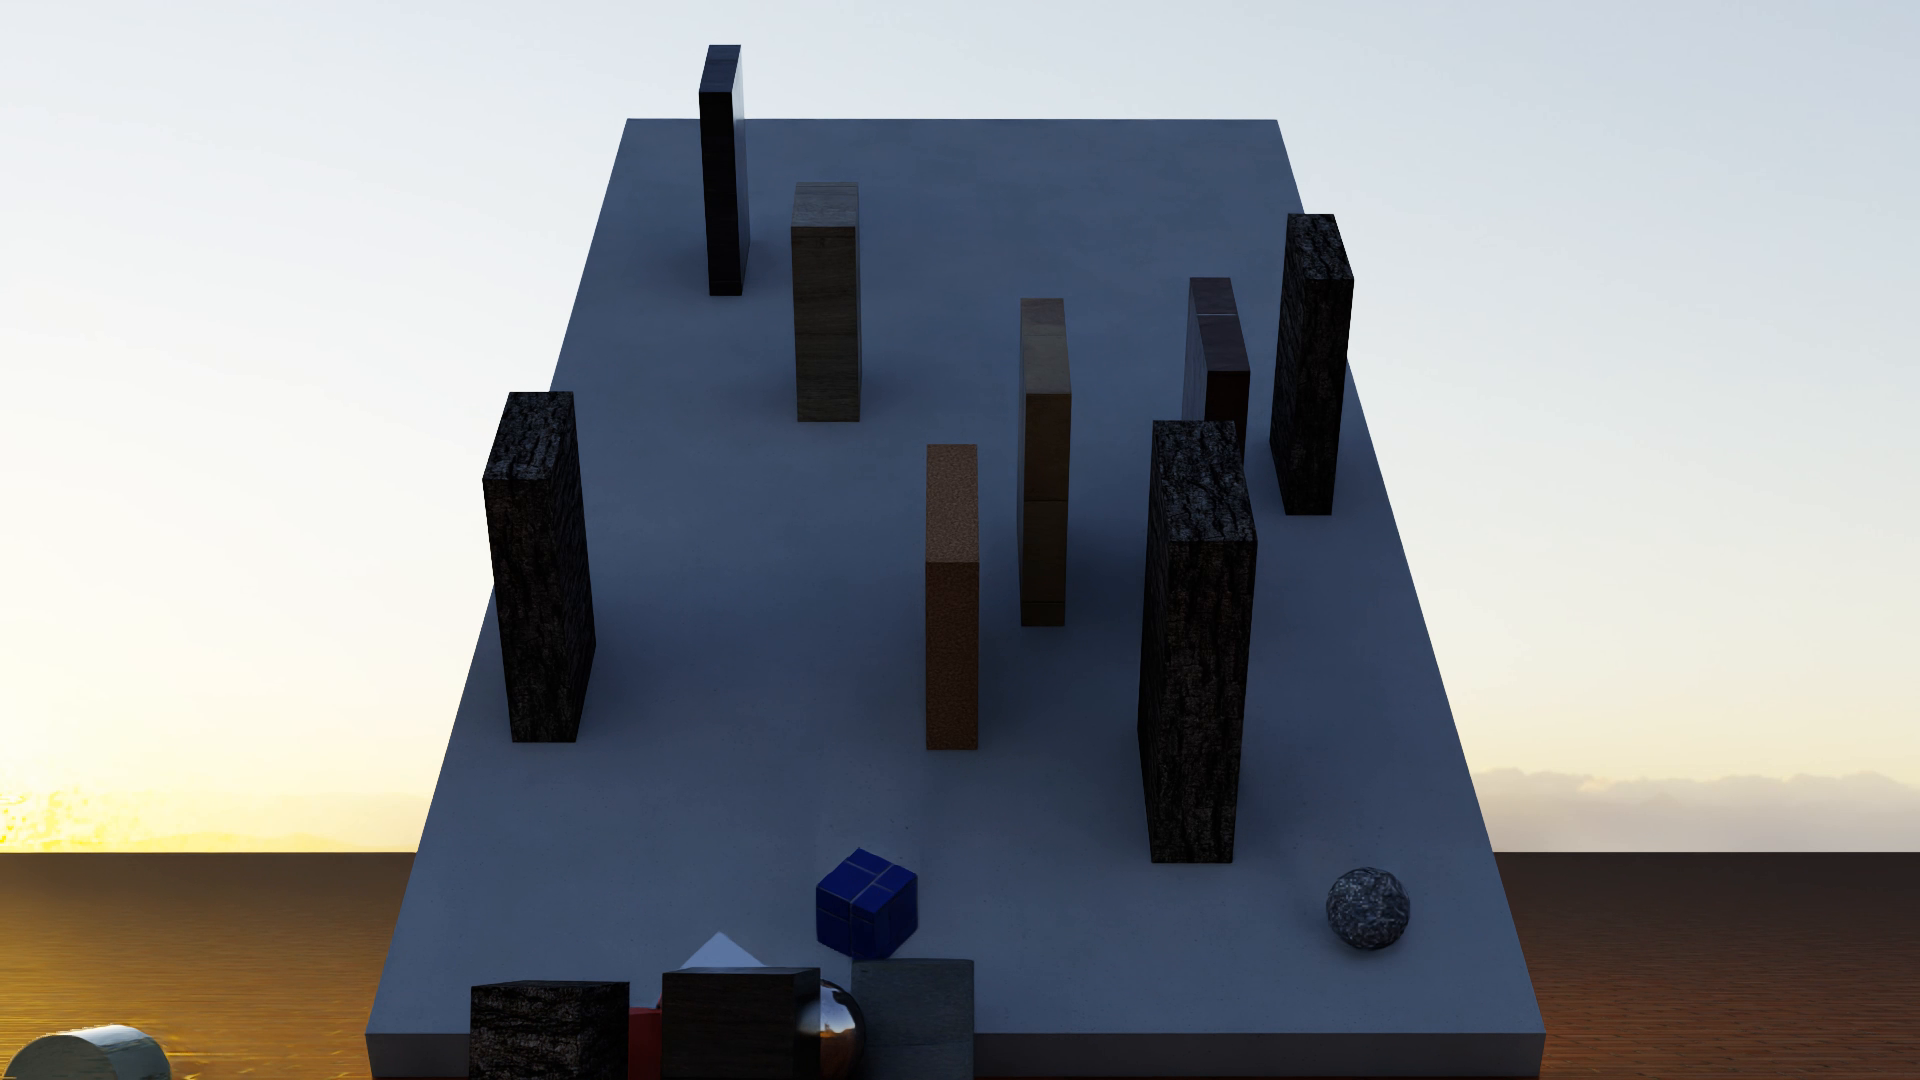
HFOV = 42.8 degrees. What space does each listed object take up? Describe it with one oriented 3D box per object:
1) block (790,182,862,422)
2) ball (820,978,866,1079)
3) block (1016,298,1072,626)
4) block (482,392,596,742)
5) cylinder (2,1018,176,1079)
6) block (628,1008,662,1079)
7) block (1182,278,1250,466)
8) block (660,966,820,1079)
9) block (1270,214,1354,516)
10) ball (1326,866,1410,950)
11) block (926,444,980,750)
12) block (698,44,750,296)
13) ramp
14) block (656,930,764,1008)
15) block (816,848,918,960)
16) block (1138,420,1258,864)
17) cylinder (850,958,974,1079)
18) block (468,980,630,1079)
[{"bbox_3d":[-0.318,-0.571,5.891,0.148,0.517,0.251,0,32,0],"label":"block"},{"bbox_3d":[-0.242,0.796,3.943,0.182,0.182,0.182,0,-7,0],"label":"ball"},{"bbox_3d":[0.175,-0.168,5.213,0.091,0.560,0.425,0,32,0],"label":"block"},{"bbox_3d":[-0.820,0.054,4.812,0.124,0.604,0.336,0,32,0],"label":"block"},{"bbox_3d":[-1.118,0.708,3.139,0.158,0.158,0.158,-1,1,11],"label":"cylinder"},{"bbox_3d":[-0.531,0.824,3.945,0.128,0.128,0.128,-7,-10,44],"label":"block"},{"bbox_3d":[0.512,-0.136,5.038,0.082,0.696,0.404,0,32,0],"label":"block"},{"bbox_3d":[-0.334,0.764,3.764,0.202,0.202,0.202,-1,-7,8],"label":"block"},{"bbox_3d":[0.793,-0.397,5.550,0.104,0.594,0.335,0,32,0],"label":"block"},{"bbox_3d":[0.718,0.649,4.308,0.146,0.146,0.146,0,-7,0],"label":"ball"},{"bbox_3d":[-0.016,0.109,4.886,0.101,0.438,0.443,0,32,0],"label":"block"},{"bbox_3d":[-0.621,-0.980,6.486,0.085,0.572,0.334,0,32,0],"label":"block"},{"bbox_3d":[-0.015,-0.188,5.863,2.000,0.100,4.000,0,32,0],"label":"ramp"},{"bbox_3d":[-0.402,0.774,4.046,0.146,0.146,0.146,34,41,14],"label":"block"},{"bbox_3d":[-0.164,0.649,4.319,0.128,0.128,0.128,20,37,28],"label":"block"},{"bbox_3d":[0.429,0.189,4.513,0.148,0.704,0.415,0,32,0],"label":"block"},{"bbox_3d":[-0.078,0.798,4.044,0.203,0.203,0.203,0,-7,0],"label":"cylinder"},{"bbox_3d":[-0.630,0.775,3.765,0.181,0.181,0.181,-2,-7,16],"label":"block"}]
